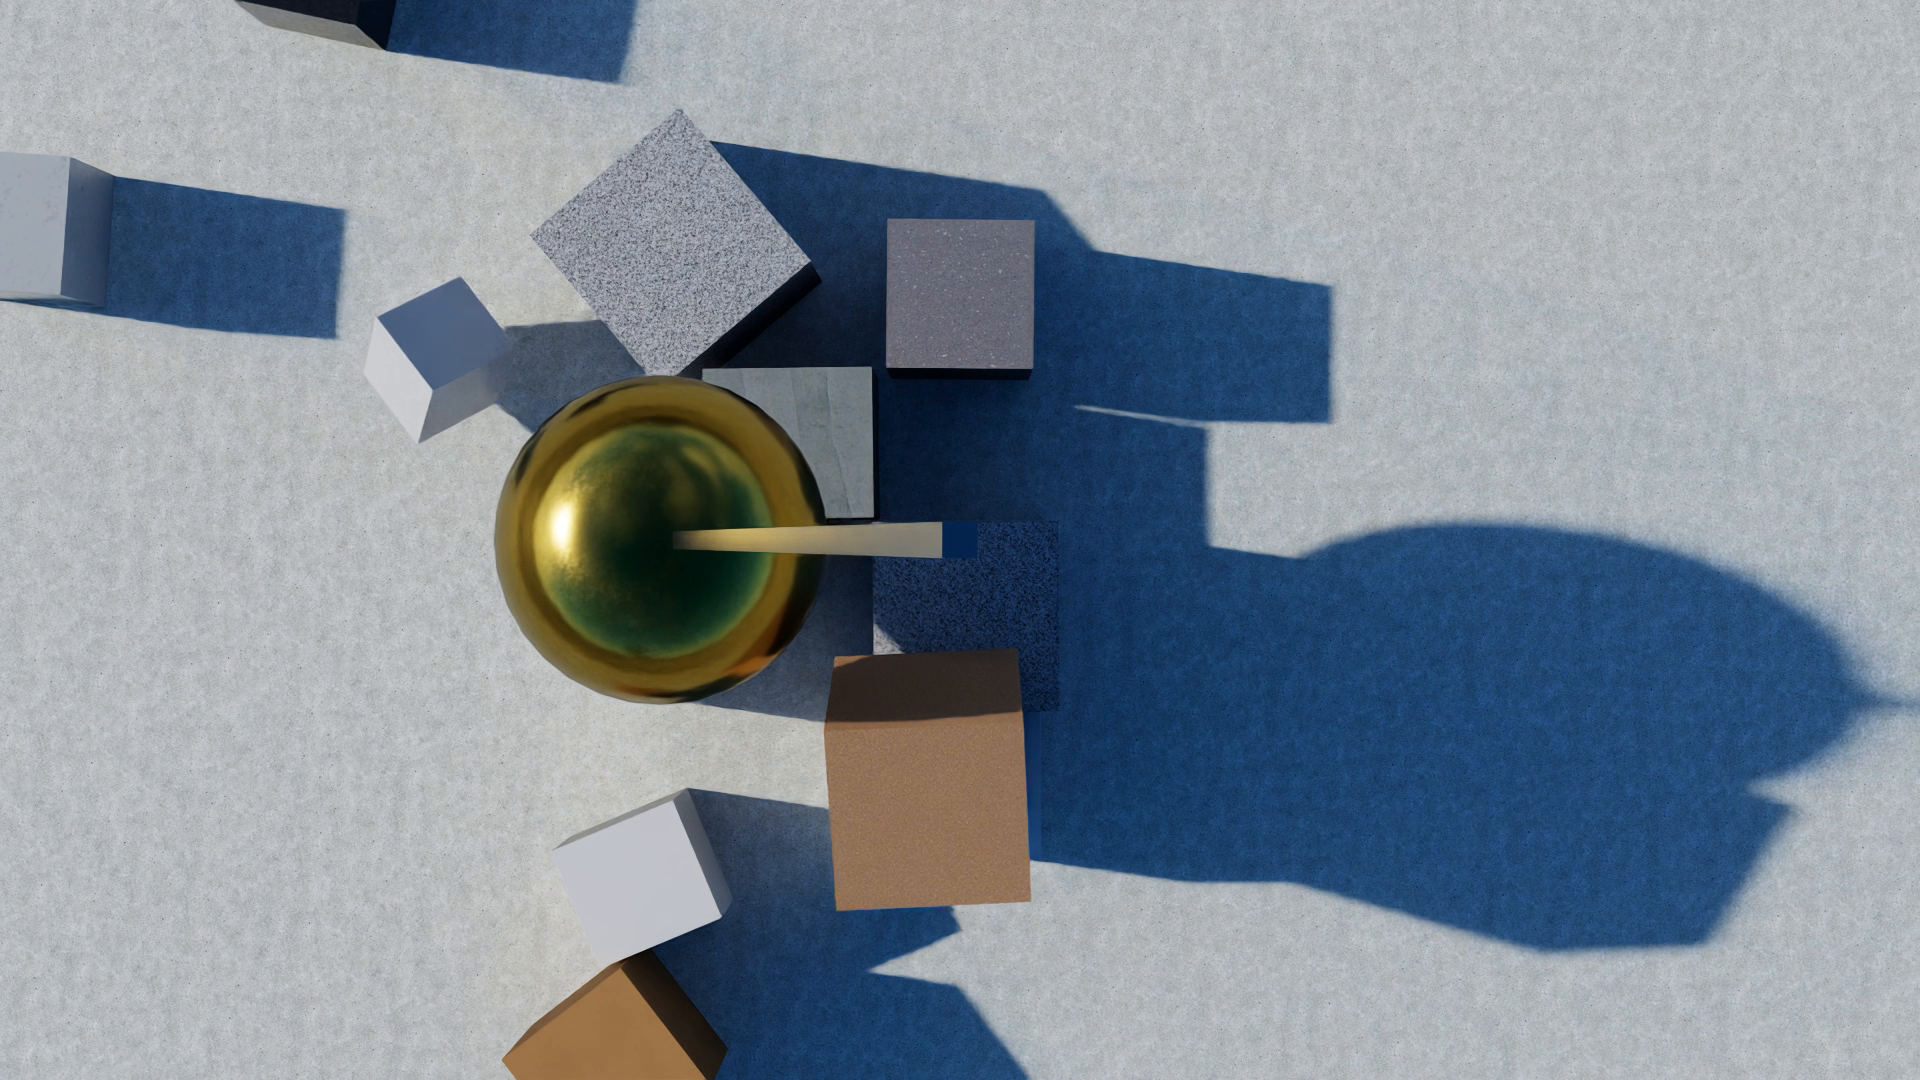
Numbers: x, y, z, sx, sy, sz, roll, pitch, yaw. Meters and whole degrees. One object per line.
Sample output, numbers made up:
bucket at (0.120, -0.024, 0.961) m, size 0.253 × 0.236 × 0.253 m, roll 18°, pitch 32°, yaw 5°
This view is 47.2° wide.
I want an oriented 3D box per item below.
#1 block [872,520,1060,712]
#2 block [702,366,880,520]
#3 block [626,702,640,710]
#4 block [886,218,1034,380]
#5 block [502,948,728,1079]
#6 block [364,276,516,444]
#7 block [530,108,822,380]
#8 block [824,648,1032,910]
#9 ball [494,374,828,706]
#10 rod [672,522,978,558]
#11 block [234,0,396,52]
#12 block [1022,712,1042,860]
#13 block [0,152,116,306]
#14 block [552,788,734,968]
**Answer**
block at (0.034, 0.415, 12.471) m, size 1.008 × 1.058 × 1.034 m, roll 0°, pitch 90°, yaw 0°
block at (-0.944, -0.532, 12.534) m, size 0.930 × 0.931 × 0.827 m, roll -1°, pitch 90°, yaw 0°
block at (-1.632, 0.368, 12.528) m, size 0.799 × 0.943 × 0.878 m, roll -24°, pitch 90°, yaw 0°
block at (0.002, -1.360, 12.572) m, size 0.813 × 0.855 × 0.822 m, roll 1°, pitch 90°, yaw 0°
block at (-1.948, 2.936, 12.556) m, size 0.830 × 0.887 × 0.821 m, roll -38°, pitch 90°, yaw 0°
block at (-2.973, -1.025, 12.548) m, size 0.565 × 0.630 × 0.537 m, roll -34°, pitch 80°, yaw -32°
block at (-1.587, -1.599, 12.516) m, size 1.082 × 0.968 × 1.105 m, roll -40°, pitch 90°, yaw 0°
block at (-0.157, 1.225, 11.457) m, size 0.983 × 1.096 × 0.969 m, roll -3°, pitch 106°, yaw 1°
ball at (-1.442, 0.000, 10.649) m, size 1.600 × 1.600 × 1.600 m, roll 0°, pitch 90°, yaw 0°
rod at (-0.625, 0.000, 7.348) m, size 0.080 × 5.200 × 0.080 m, roll 0°, pitch 90°, yaw -14°
block at (-3.685, -3.260, 12.671) m, size 0.722 × 0.658 × 0.604 m, roll 12°, pitch 90°, yaw 0°
block at (-0.016, 1.357, 12.562) m, size 0.928 × 0.876 × 0.816 m, roll 0°, pitch 90°, yaw 0°
block at (-5.389, -1.792, 12.673) m, size 0.734 × 0.654 × 0.778 m, roll 4°, pitch 90°, yaw 0°
block at (-1.819, 1.936, 12.679) m, size 0.744 × 0.643 × 0.715 m, roll -23°, pitch 90°, yaw 0°
